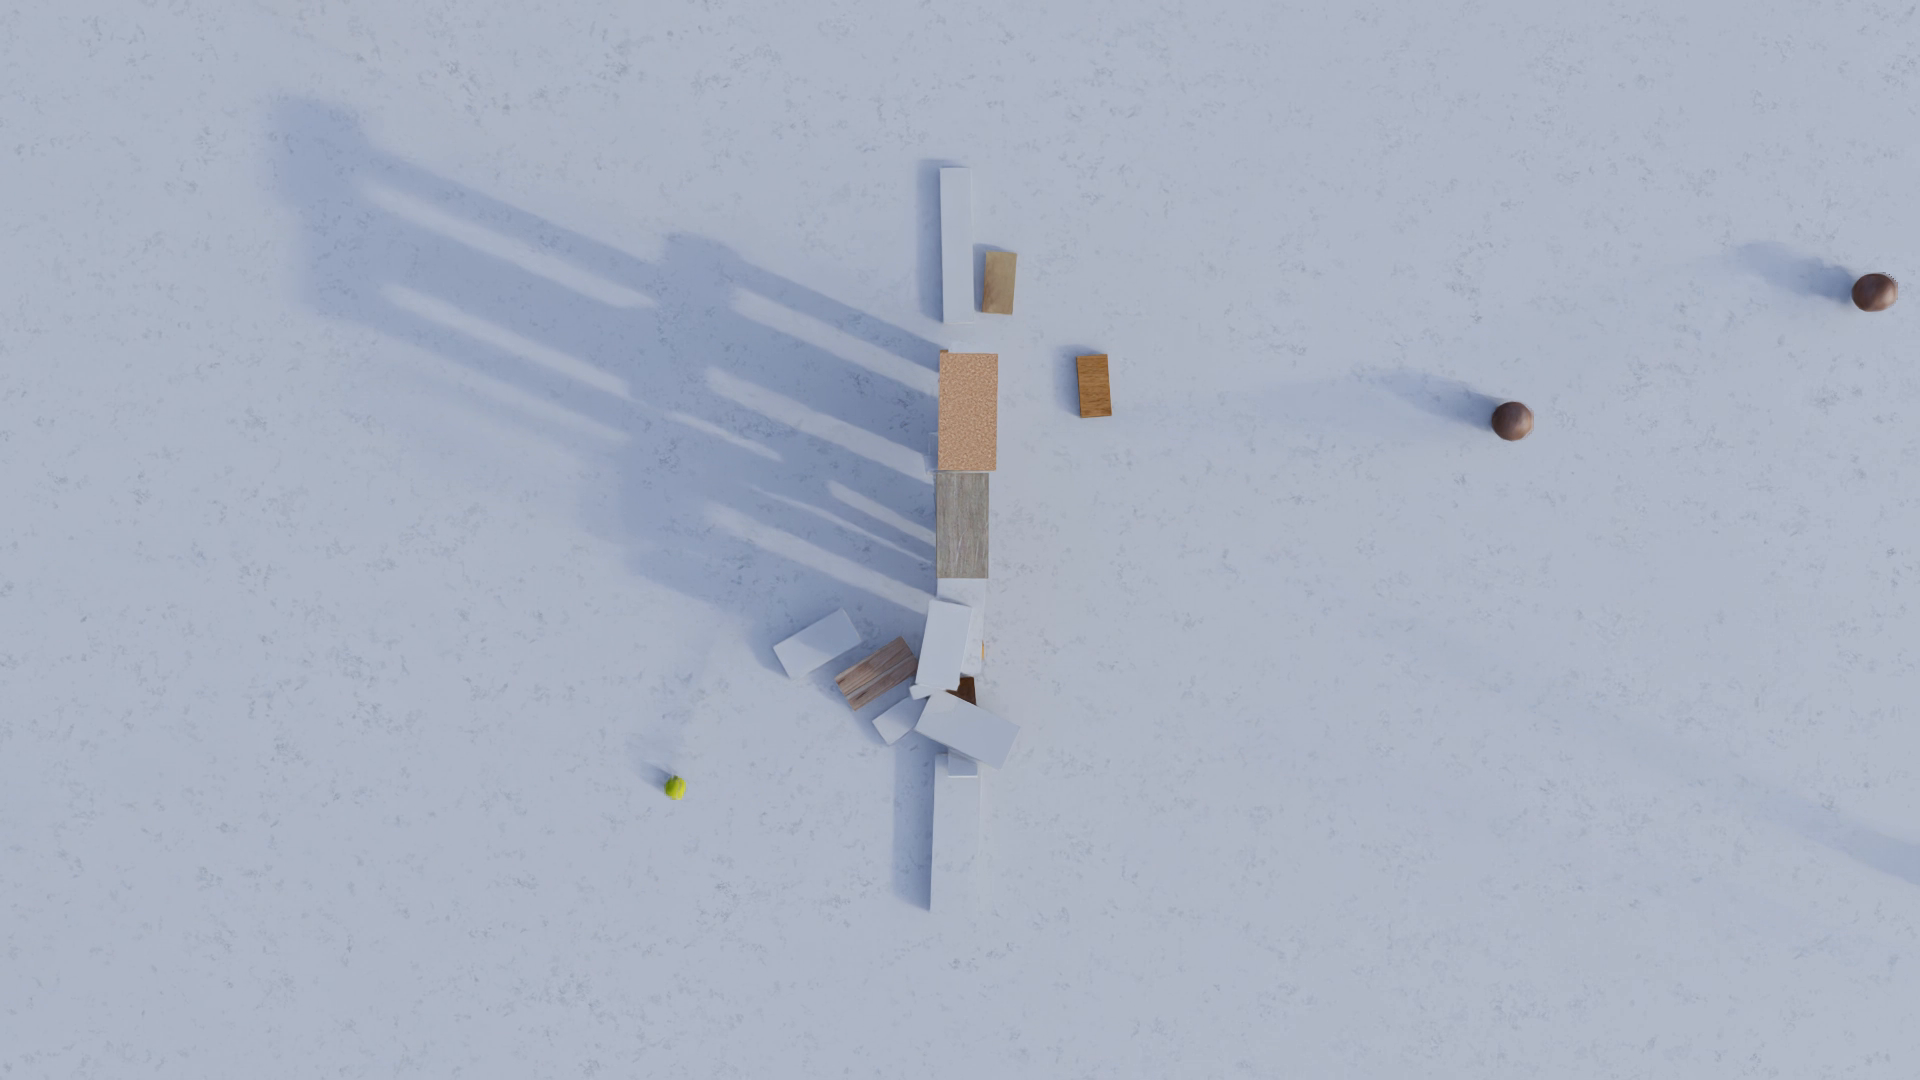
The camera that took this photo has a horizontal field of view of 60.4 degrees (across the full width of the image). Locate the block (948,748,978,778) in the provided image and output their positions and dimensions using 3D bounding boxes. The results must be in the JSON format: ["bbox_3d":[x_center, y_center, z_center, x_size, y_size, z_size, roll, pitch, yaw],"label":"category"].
[{"bbox_3d":[0.009,0.688,5.452,0.096,0.027,0.192,0,69,-1],"label":"block"}]

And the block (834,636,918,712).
[{"bbox_3d":[-0.272,0.443,5.481,0.264,0.037,0.132,-32,90,0],"label":"block"}]

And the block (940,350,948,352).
[{"bbox_3d":[0.003,-0.576,5.364,0.135,0.271,0.038,2,88,0],"label":"block"}]

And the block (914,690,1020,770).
[{"bbox_3d":[0.025,0.620,5.409,0.310,0.044,0.155,25,77,5],"label":"block"}]

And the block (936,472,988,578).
[{"bbox_3d":[0.007,-0.042,4.829,0.154,0.044,0.309,0,90,0],"label":"block"}]

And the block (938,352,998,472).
[{"bbox_3d":[0.024,-0.372,4.798,0.169,0.048,0.338,1,90,0],"label":"block"}]

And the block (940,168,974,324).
[{"bbox_3d":[-0.010,-0.979,5.486,0.102,0.029,0.513,-1,90,0],"label":"block"}]

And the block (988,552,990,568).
[{"bbox_3d":[0.012,0.060,5.086,0.154,0.471,0.044,-2,91,0],"label":"block"}]

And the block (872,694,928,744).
[{"bbox_3d":[-0.186,0.587,5.486,0.192,0.027,0.096,-35,90,0],"label":"block"}]

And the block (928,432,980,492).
[{"bbox_3d":[-0.010,-0.194,5.182,0.148,0.042,0.297,-6,90,0],"label":"block"}]

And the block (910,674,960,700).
[{"bbox_3d":[-0.082,0.454,5.344,0.155,0.311,0.044,-19,92,0],"label":"block"}]

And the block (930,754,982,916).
[{"bbox_3d":[-0.013,0.978,5.478,0.155,0.044,0.529,2,90,0],"label":"block"}]

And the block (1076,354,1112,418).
[{"bbox_3d":[0.446,-0.511,5.486,0.102,0.029,0.203,-4,90,0],"label":"block"}]

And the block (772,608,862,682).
[{"bbox_3d":[-0.474,0.347,5.481,0.264,0.037,0.132,-30,91,0],"label":"block"}]

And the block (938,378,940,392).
[{"bbox_3d":[0.011,-0.425,5.006,0.169,0.368,0.048,44,90,0],"label":"block"}]

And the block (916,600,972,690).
[{"bbox_3d":[-0.050,0.327,5.141,0.132,0.037,0.264,11,90,0],"label":"block"}]

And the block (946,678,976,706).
[{"bbox_3d":[0.006,0.554,5.462,0.096,0.027,0.192,-4,76,-2],"label":"block"}]

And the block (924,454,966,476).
[{"bbox_3d":[-0.021,-0.235,4.991,0.169,0.338,0.048,-8,90,0],"label":"block"}]

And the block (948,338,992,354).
[{"bbox_3d":[0.017,-0.491,5.209,0.135,0.038,0.271,8,90,0],"label":"block"}]

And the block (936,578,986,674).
[{"bbox_3d":[-0.002,0.264,5.181,0.149,0.042,0.298,3,90,0],"label":"block"}]

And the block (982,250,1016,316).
[{"bbox_3d":[0.131,-0.854,5.486,0.102,0.029,0.203,4,90,0],"label":"block"}]

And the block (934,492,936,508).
[{"bbox_3d":[0.000,-0.126,5.006,0.154,0.309,0.044,-7,90,0],"label":"block"}]

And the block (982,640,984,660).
[{"bbox_3d":[0.003,0.356,5.351,0.149,0.298,0.042,-1,90,0],"label":"block"}]
